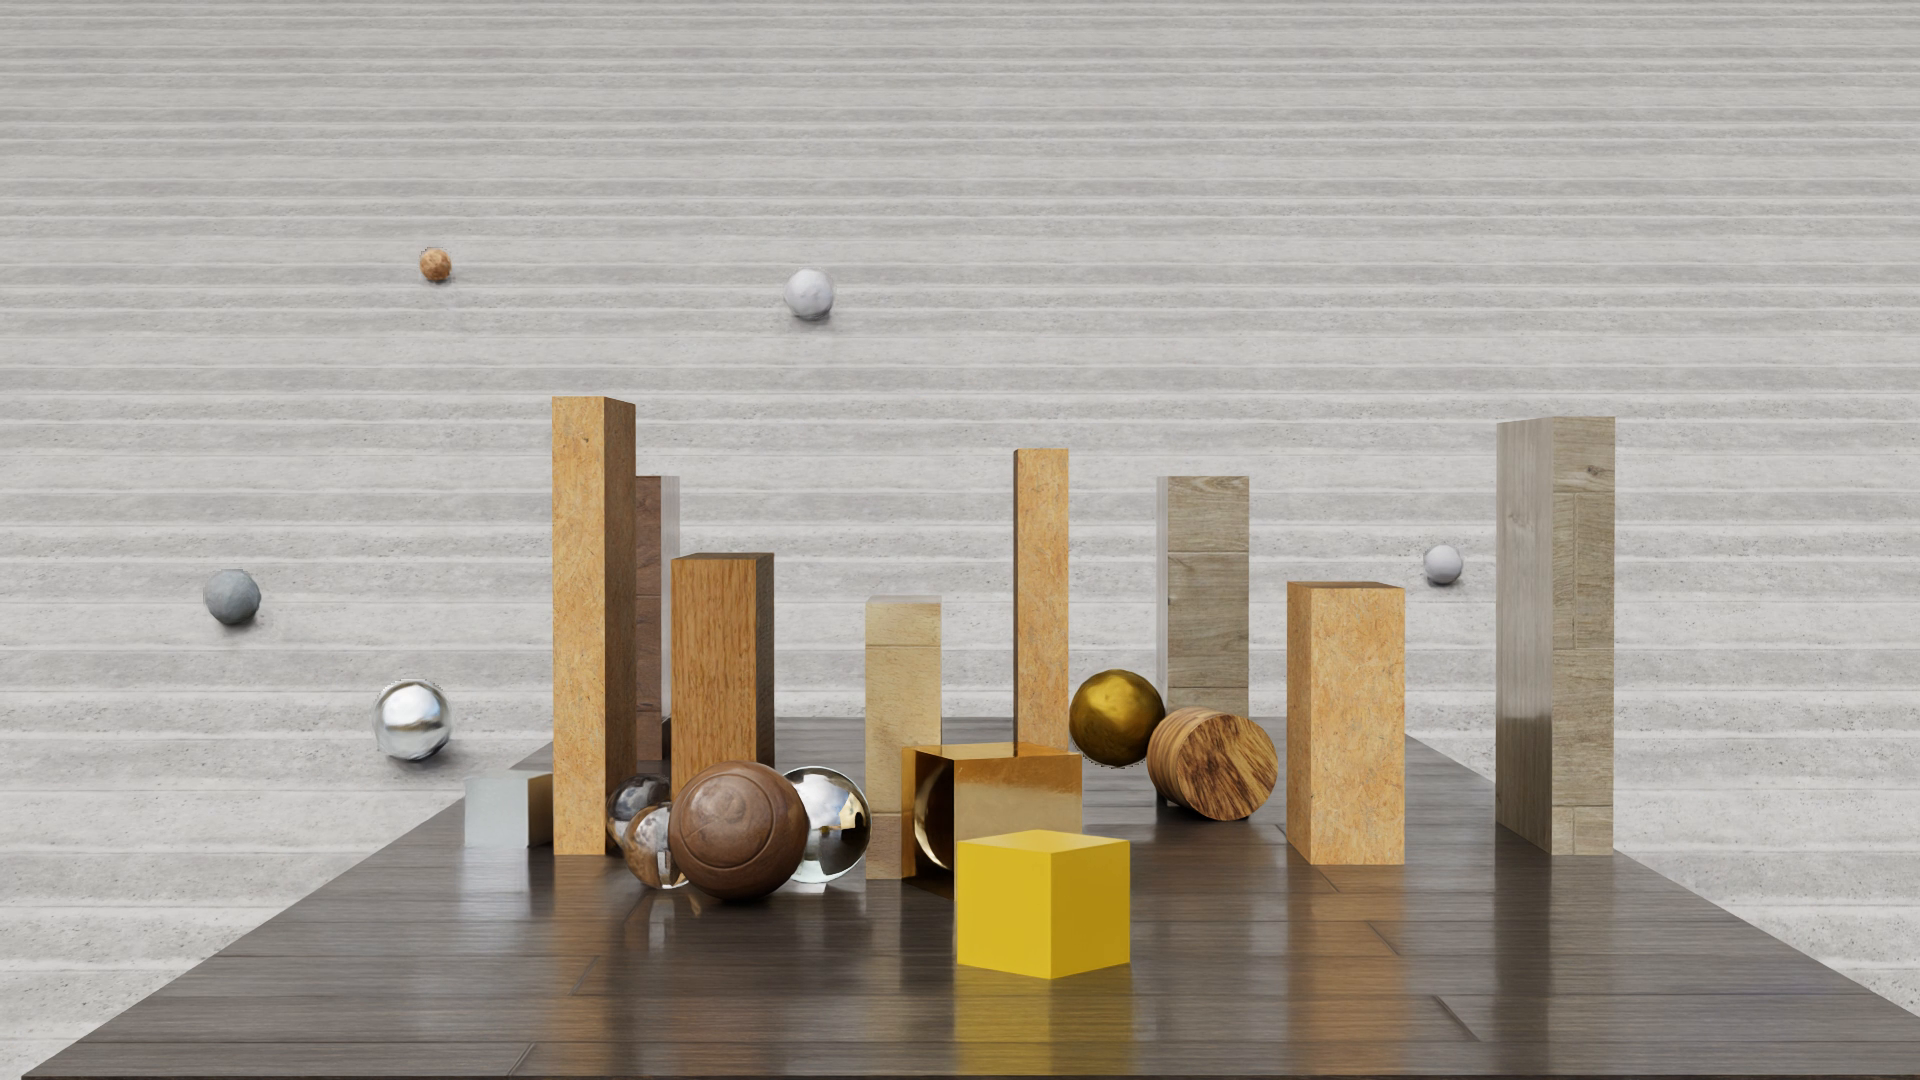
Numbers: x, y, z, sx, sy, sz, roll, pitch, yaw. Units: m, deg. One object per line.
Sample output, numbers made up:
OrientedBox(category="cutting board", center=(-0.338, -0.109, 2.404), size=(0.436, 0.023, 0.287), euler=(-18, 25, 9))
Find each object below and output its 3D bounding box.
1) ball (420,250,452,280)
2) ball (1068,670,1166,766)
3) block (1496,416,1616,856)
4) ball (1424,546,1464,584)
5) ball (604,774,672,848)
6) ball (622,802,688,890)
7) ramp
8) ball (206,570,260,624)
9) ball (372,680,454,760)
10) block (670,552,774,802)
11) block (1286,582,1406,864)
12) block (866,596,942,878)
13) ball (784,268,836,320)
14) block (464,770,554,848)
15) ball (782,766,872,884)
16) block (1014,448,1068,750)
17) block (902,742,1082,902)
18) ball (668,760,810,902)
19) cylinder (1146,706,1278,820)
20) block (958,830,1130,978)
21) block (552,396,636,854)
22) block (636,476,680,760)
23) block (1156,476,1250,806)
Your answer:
OrientedBox(category="ball", center=(-1.950, -1.023, 9.603), size=(0.117, 0.117, 0.117), euler=(0, 27, 0))
OrientedBox(category="ball", center=(0.291, 0.329, 4.775), size=(0.180, 0.180, 0.180), euler=(0, 27, 0))
OrientedBox(category="block", center=(0.991, 0.148, 4.318), size=(0.098, 0.698, 0.431), euler=(0, 1, 0))
OrientedBox(category="ball", center=(1.391, 0.070, 7.418), size=(0.111, 0.111, 0.111), euler=(0, 27, 0))
OrientedBox(category="ball", center=(-0.500, 0.438, 4.108), size=(0.129, 0.129, 0.129), euler=(0, 27, 0))
OrientedBox(category="ball", center=(-0.430, 0.446, 3.773), size=(0.127, 0.127, 0.127), euler=(0, 27, 0))
OrientedBox(category="ramp", center=(0.060, 0.543, 4.579), size=(2.000, 0.100, 4.000), euler=(0, 1, 0))
OrientedBox(category="ball", center=(-2.026, 0.161, 7.193), size=(0.150, 0.150, 0.150), euler=(0, 27, 0))
OrientedBox(category="ball", center=(-1.385, 0.458, 6.537), size=(0.203, 0.203, 0.203), euler=(0, 27, 0))
OrientedBox(category="block", center=(-0.366, 0.265, 4.026), size=(0.126, 0.480, 0.386), euler=(0, 1, 0))
OrientedBox(category="block", center=(0.617, 0.286, 4.152), size=(0.145, 0.429, 0.295), euler=(0, 1, 0))
OrientedBox(category="block", center=(-0.085, 0.298, 4.006), size=(0.113, 0.413, 0.290), euler=(0, 1, 0))
OrientedBox(category="ball", center=(-0.537, -0.882, 9.249), size=(0.180, 0.180, 0.180), euler=(0, 27, 0))
OrientedBox(category="block", center=(-0.743, 0.443, 4.266), size=(0.112, 0.112, 0.112), euler=(0, 1, 15))
OrientedBox(category="ball", center=(-0.217, 0.422, 3.822), size=(0.173, 0.173, 0.173), euler=(0, 27, 0))
OrientedBox(category="block", center=(0.154, 0.155, 4.982), size=(0.094, 0.657, 0.401), euler=(0, 1, 0))
OrientedBox(category="block", center=(0.045, 0.409, 3.785), size=(0.201, 0.201, 0.201), euler=(-1, 1, -23))
OrientedBox(category="ball", center=(-0.314, 0.412, 3.662), size=(0.200, 0.200, 0.200), euler=(0, 27, 0))
OrientedBox(category="cylinder", center=(0.450, 0.398, 4.624), size=(0.186, 0.186, 0.186), euler=(-6, 3, -12))
OrientedBox(category="block", center=(0.103, 0.446, 3.185), size=(0.151, 0.151, 0.151), euler=(1, 2, 42))
OrientedBox(category="block", center=(-0.608, 0.133, 4.318), size=(0.083, 0.731, 0.407), euler=(0, 1, 0))
OrientedBox(category="block", center=(-0.699, 0.163, 5.719), size=(0.117, 0.611, 0.374), euler=(0, 1, 0))
OrientedBox(category="block", center=(0.455, 0.183, 4.866), size=(0.149, 0.606, 0.270), euler=(0, 1, 0))
